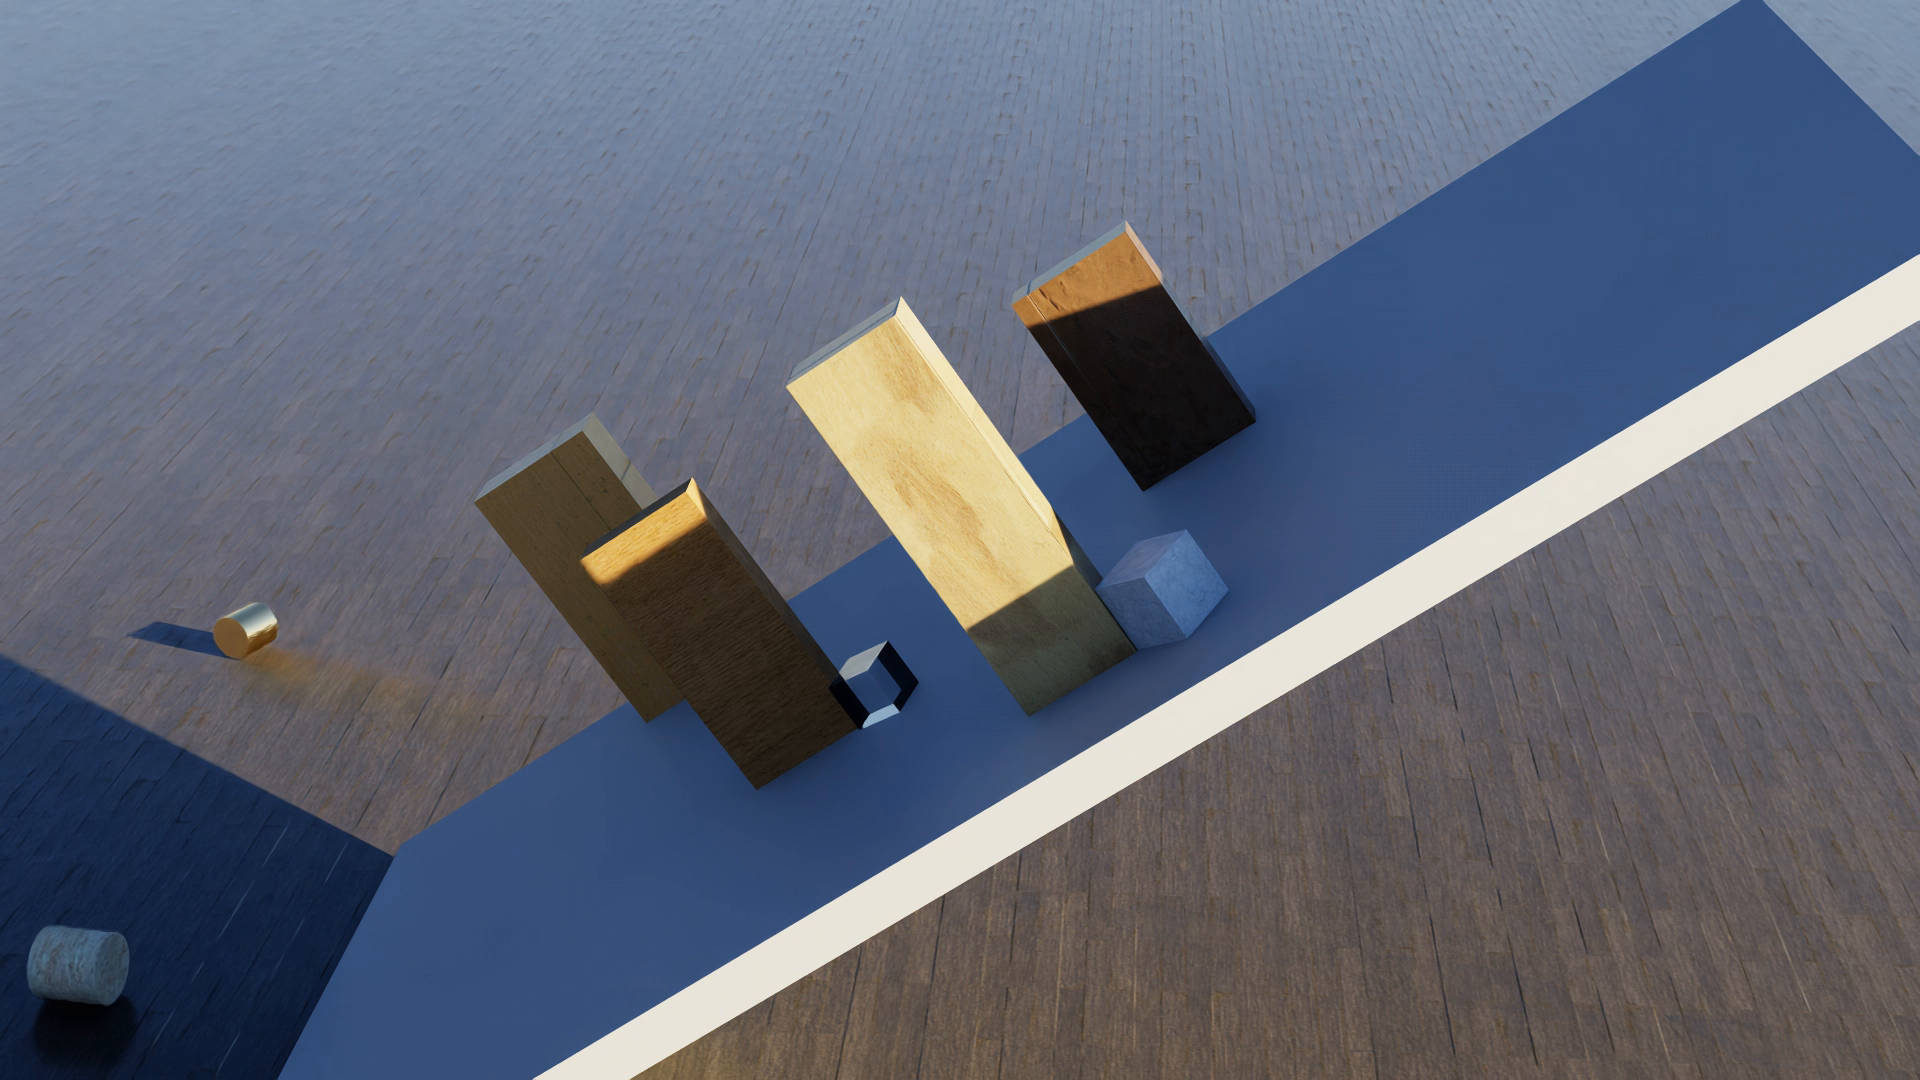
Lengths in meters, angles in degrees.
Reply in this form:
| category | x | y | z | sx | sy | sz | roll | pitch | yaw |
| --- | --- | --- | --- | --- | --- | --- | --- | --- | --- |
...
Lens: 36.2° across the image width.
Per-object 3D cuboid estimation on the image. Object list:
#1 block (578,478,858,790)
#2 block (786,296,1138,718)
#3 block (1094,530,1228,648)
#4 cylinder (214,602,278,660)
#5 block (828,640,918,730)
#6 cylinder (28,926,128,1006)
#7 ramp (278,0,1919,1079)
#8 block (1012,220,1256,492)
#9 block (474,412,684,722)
| category | x | y | z | sx | sy | sz | roll | pitch | yaw |
| --- | --- | --- | --- | --- | --- | --- | --- | --- | --- |
| block | -0.496 | 0.202 | 6.199 | 0.280 | 0.629 | 0.084 | -32 | 16 | 15 |
| block | 0.011 | -0.057 | 5.550 | 0.249 | 0.797 | 0.121 | -32 | 16 | 15 |
| block | 0.380 | 0.093 | 5.541 | 0.147 | 0.147 | 0.147 | -15 | 25 | 52 |
| cylinder | -2.212 | 0.281 | 9.112 | 0.138 | 0.138 | 0.138 | 10 | 23 | 25 |
| block | -0.182 | 0.306 | 6.190 | 0.114 | 0.114 | 0.114 | -26 | 18 | 34 |
| cylinder | -2.134 | 1.030 | 7.120 | 0.175 | 0.175 | 0.175 | 4 | 22 | 11 |
| ramp | 0.137 | 0.173 | 6.303 | 4.000 | 0.100 | 2.000 | -32 | 16 | 15 |
| block | 0.374 | -0.392 | 6.315 | 0.290 | 0.505 | 0.092 | -32 | 16 | 15 |
| block | -0.832 | 0.071 | 7.192 | 0.331 | 0.695 | 0.140 | -32 | 16 | 15 |
